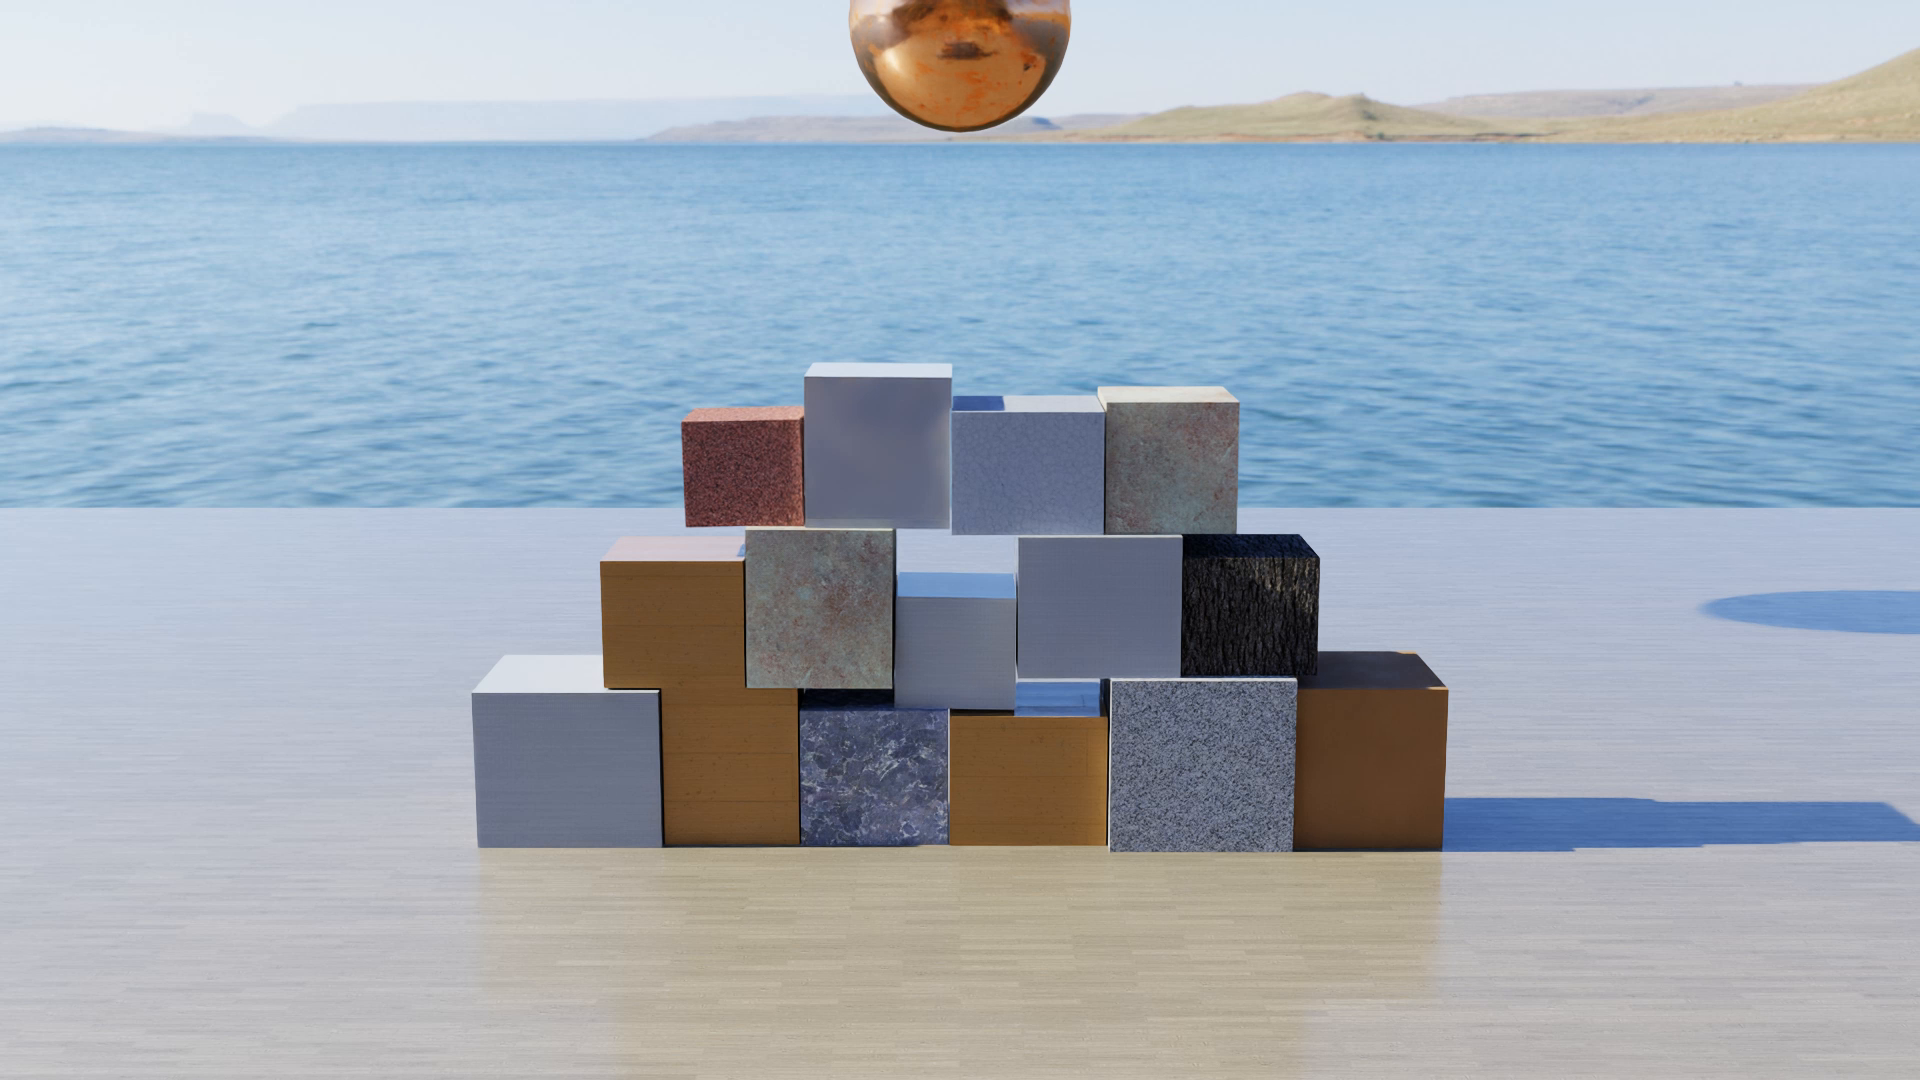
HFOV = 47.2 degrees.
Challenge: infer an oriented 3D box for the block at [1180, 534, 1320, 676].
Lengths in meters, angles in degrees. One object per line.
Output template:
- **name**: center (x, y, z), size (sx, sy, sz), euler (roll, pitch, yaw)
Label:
- **block**: center (1.438, 0.322, 11.221), size (0.675, 0.594, 0.678), euler (0, 10, 0)

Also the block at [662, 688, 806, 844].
- **block**: center (-1.150, 1.075, 11.374), size (0.678, 0.815, 0.689), euler (0, 10, 0)

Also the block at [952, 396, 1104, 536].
- **block**: center (0.332, -0.387, 11.114), size (0.748, 0.609, 0.710), euler (0, 10, 0)

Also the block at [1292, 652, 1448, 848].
- **block**: center (2.048, 1.070, 11.388), size (0.753, 0.820, 0.832), euler (0, 10, 0)

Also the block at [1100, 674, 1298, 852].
- **block**: center (1.204, 1.045, 11.357), size (0.915, 0.879, 0.916), euler (0, 10, 0)

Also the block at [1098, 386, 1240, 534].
- **block**: center (1.040, -0.412, 11.125), size (0.650, 0.654, 0.686), euler (0, 10, 0)

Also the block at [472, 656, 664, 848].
- **block**: center (-1.962, 1.080, 11.380), size (0.925, 0.803, 0.809), euler (0, 10, 0)

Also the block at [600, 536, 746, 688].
- **block**: center (-1.423, 0.359, 11.234), size (0.704, 0.644, 0.684), euler (0, 10, 0)

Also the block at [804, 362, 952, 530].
- **block**: center (-0.403, -0.485, 11.112), size (0.719, 0.752, 0.664), euler (0, 10, 0)

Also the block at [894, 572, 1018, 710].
- **block**: center (-0.021, 0.509, 11.285), size (0.604, 0.571, 0.639), euler (1, 10, 0)

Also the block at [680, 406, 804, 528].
- **block**: center (-1.074, -0.378, 11.132), size (0.585, 0.527, 0.563), euler (-1, 10, 0)

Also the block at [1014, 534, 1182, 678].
- **block**: center (0.688, 0.259, 11.243), size (0.804, 0.709, 0.861), euler (0, 10, 0)

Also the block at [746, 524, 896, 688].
- **block**: center (-0.697, 0.277, 11.249), size (0.724, 0.800, 0.758), euler (0, 10, 0)

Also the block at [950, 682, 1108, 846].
- **block**: center (0.342, 1.147, 11.384), size (0.790, 0.669, 0.722), euler (0, 10, 0)

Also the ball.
- **ball**: center (0.000, -3.727, 15.742), size (1.600, 1.600, 1.600), euler (0, 10, 0)

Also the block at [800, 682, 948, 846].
- **block**: center (-0.432, 1.136, 11.372), size (0.738, 0.696, 0.682), euler (0, 10, 0)
